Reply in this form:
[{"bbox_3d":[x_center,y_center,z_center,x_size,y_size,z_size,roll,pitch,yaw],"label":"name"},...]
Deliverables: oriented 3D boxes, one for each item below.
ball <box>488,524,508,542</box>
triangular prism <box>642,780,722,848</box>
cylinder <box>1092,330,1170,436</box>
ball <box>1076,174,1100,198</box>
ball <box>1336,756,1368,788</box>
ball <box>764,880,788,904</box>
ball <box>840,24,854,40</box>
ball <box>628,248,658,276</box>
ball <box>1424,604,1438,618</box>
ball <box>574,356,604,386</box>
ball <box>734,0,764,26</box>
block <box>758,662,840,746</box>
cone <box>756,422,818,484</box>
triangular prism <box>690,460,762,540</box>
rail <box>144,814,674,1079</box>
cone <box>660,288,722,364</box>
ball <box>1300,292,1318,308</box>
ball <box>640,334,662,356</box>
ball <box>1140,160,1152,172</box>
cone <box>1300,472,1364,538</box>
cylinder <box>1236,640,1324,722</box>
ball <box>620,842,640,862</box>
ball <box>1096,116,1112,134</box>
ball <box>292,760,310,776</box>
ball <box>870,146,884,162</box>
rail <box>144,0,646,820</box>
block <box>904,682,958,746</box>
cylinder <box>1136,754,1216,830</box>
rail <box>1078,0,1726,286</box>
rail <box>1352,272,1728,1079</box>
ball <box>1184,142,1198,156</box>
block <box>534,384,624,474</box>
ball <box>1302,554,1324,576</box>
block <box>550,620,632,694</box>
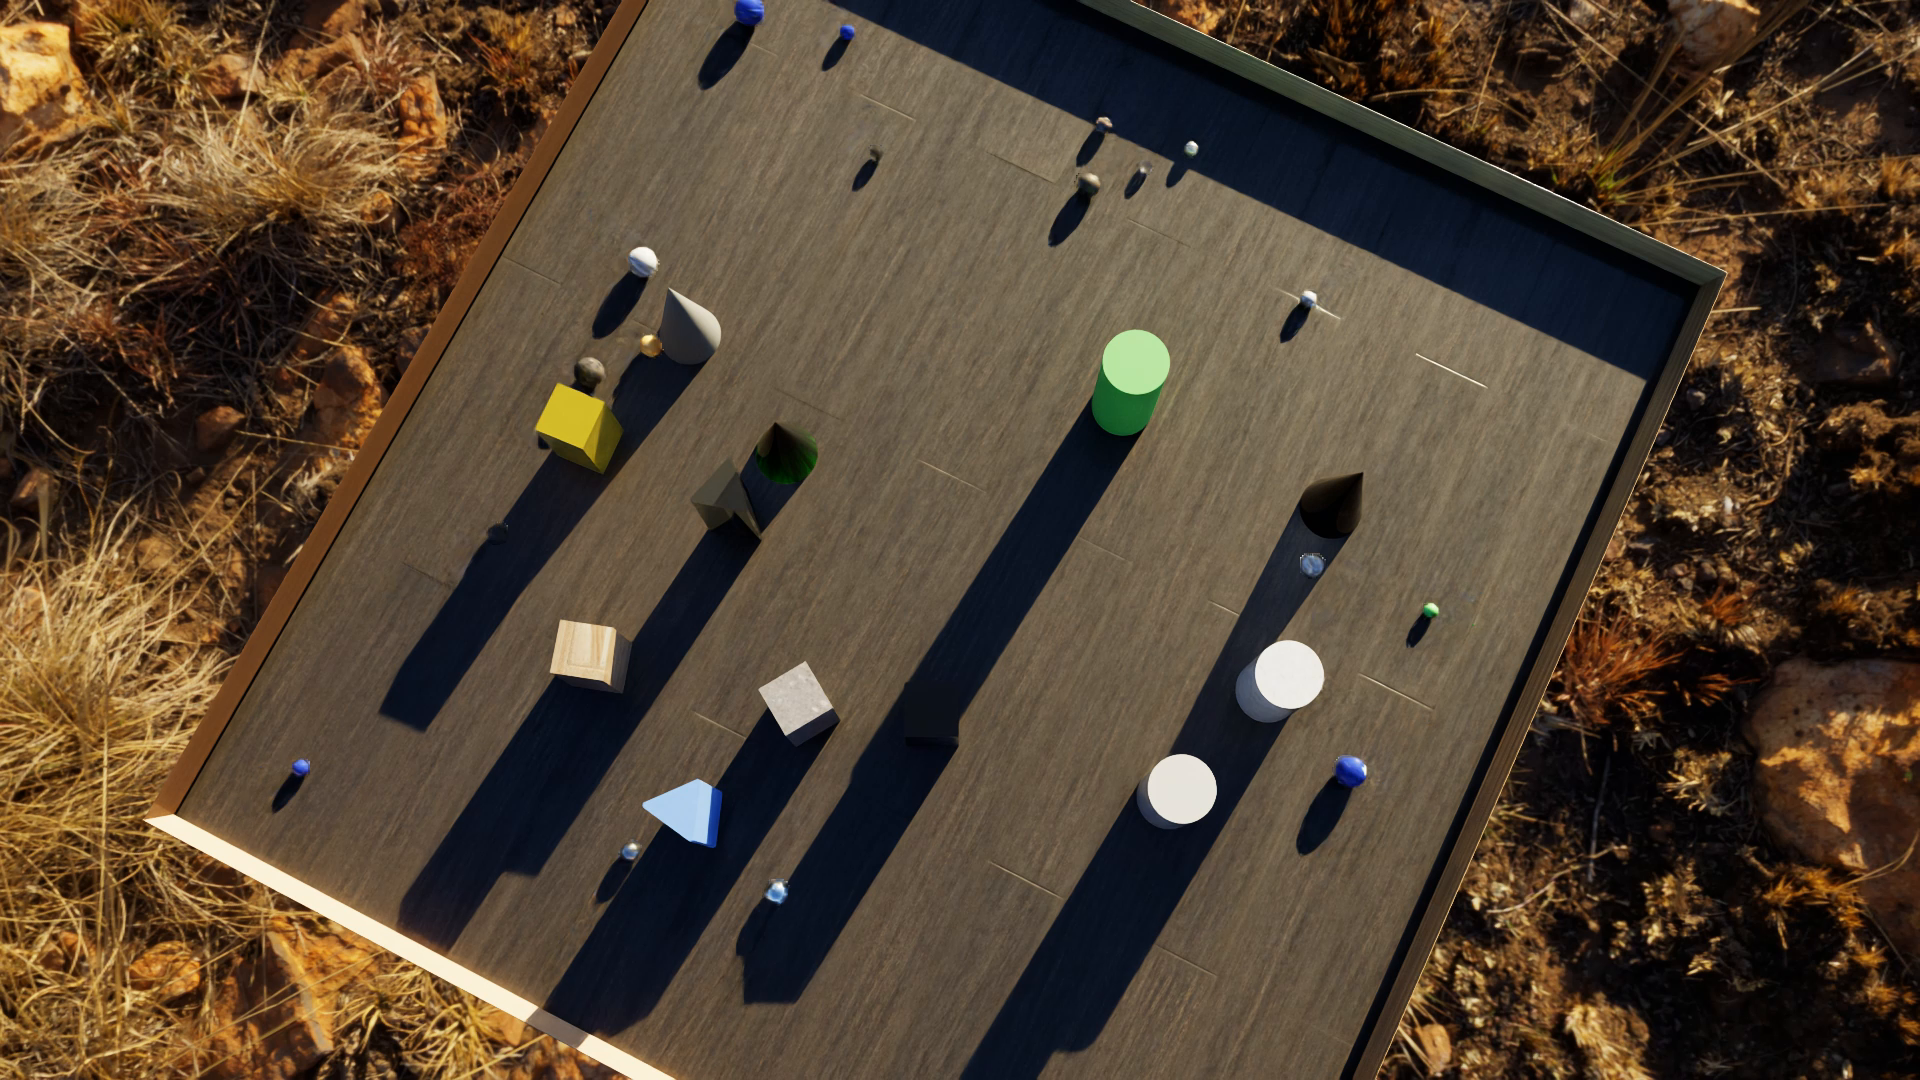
[{"bbox_3d":[-1.412,-0.022,5.591,0.059,0.059,0.059,0,78,0],"label":"ball"},{"bbox_3d":[-0.753,0.759,5.216,0.167,0.477,0.145,35,80,7],"label":"triangular prism"},{"bbox_3d":[0.505,-0.464,5.478,0.193,0.459,0.193,0,78,0],"label":"cylinder"},{"bbox_3d":[0.408,-1.125,5.811,0.074,0.074,0.074,0,78,0],"label":"ball"},{"bbox_3d":[1.158,0.688,5.427,0.093,0.093,0.093,0,78,0],"label":"ball"},{"bbox_3d":[-0.537,1.033,5.367,0.070,0.070,0.070,0,78,0],"label":"ball"},{"bbox_3d":[-0.365,-1.644,5.932,0.048,0.048,0.048,0,78,0],"label":"ball"},{"bbox_3d":[-0.996,-0.872,5.750,0.092,0.092,0.092,0,78,0],"label":"ball"},{"bbox_3d":[1.426,0.215,5.550,0.043,0.043,0.043,0,78,0],"label":"ball"},{"bbox_3d":[-1.149,-0.521,5.678,0.092,0.092,0.092,0,78,0],"label":"ball"},{"bbox_3d":[-0.681,-1.710,5.921,0.097,0.097,0.097,0,78,0],"label":"ball"},{"bbox_3d":[-0.465,0.482,5.344,0.154,0.338,0.154,-30,80,-6],"label":"block"},{"bbox_3d":[-0.536,-0.304,5.492,0.193,0.367,0.193,0,78,0],"label":"cone"},{"bbox_3d":[-0.673,-0.126,5.438,0.167,0.401,0.145,11,79,2],"label":"triangular prism"},{"bbox_3d":[-0.799,1.572,5.226,3.495,0.125,0.045,26,80,5],"label":"rail"},{"bbox_3d":[-0.846,-0.688,5.532,0.193,0.445,0.193,0,78,0],"label":"cone"},{"bbox_3d":[1.093,-0.754,5.745,0.053,0.053,0.053,0,78,0],"label":"ball"},{"bbox_3d":[-0.962,-0.605,5.705,0.070,0.070,0.070,0,78,0],"label":"ball"},{"bbox_3d":[0.592,-1.191,5.842,0.041,0.041,0.041,0,78,0],"label":"ball"},{"bbox_3d":[1.141,-0.145,5.409,0.193,0.466,0.193,0,78,0],"label":"cone"},{"bbox_3d":[0.926,0.416,5.337,0.193,0.379,0.193,0,78,0],"label":"cylinder"},{"bbox_3d":[-0.972,0.919,5.397,0.058,0.058,0.058,0,78,0],"label":"ball"},{"bbox_3d":[0.459,-1.328,5.865,0.052,0.052,0.052,0,78,0],"label":"ball"},{"bbox_3d":[-1.962,0.679,5.450,0.050,0.050,0.050,0,78,0],"label":"ball"},{"bbox_3d":[-0.266,-1.231,5.848,0.045,0.045,0.045,0,78,0],"label":"ball"},{"bbox_3d":[-1.542,-0.748,5.706,0.045,0.125,3.621,26,80,5],"label":"rail"},{"bbox_3d":[-0.081,0.512,5.360,0.154,0.296,0.154,0,78,0],"label":"block"},{"bbox_3d":[0.622,0.731,5.294,0.193,0.336,0.193,0,78,0],"label":"cylinder"},{"bbox_3d":[0.799,-1.558,5.874,3.495,0.125,0.045,26,80,5],"label":"rail"},{"bbox_3d":[1.542,0.762,5.394,0.045,0.125,3.621,26,80,5],"label":"rail"},{"bbox_3d":[0.738,-1.248,5.850,0.048,0.048,0.048,0,78,0],"label":"ball"},{"bbox_3d":[-1.143,-0.332,5.524,0.154,0.316,0.154,22,79,5],"label":"block"},{"bbox_3d":[1.071,0.078,5.566,0.067,0.067,0.067,0,78,0],"label":"ball"},{"bbox_3d":[-1.081,0.346,5.386,0.154,0.310,0.154,8,78,2],"label":"block"}]
